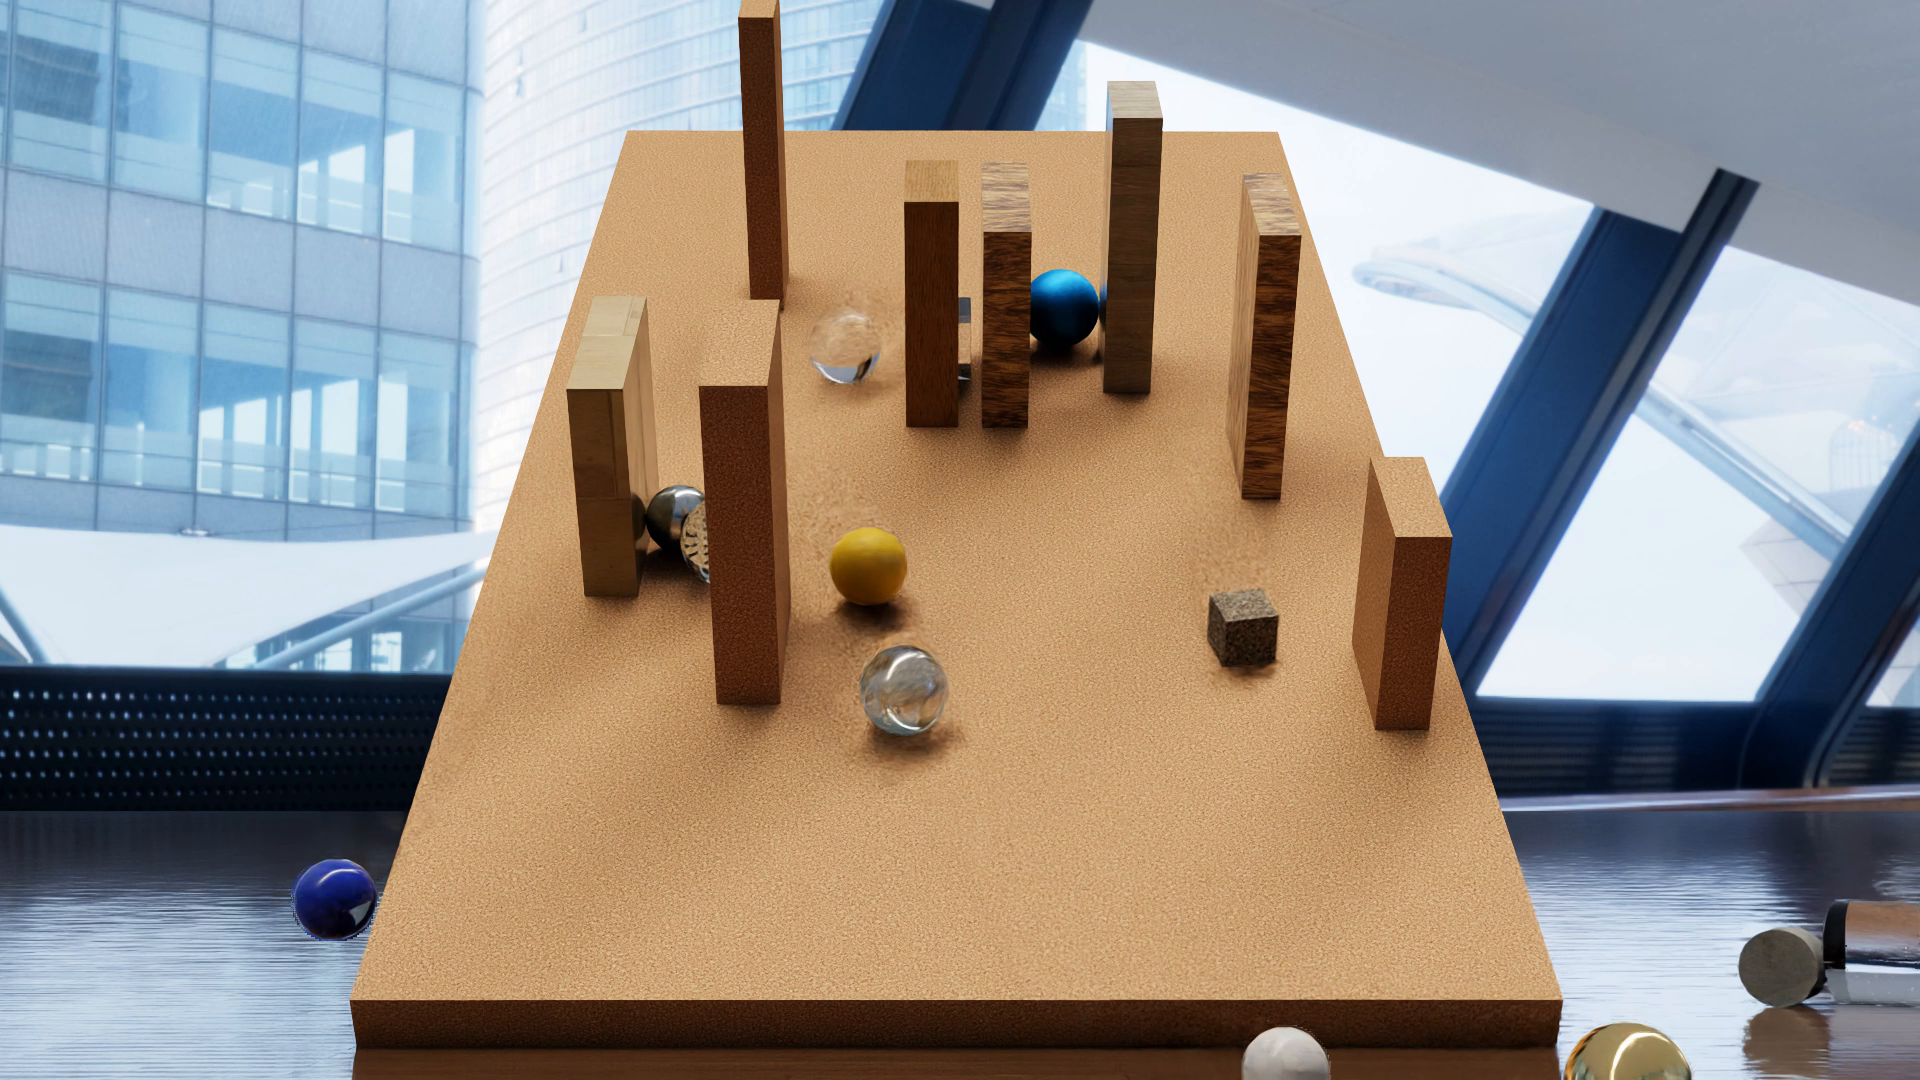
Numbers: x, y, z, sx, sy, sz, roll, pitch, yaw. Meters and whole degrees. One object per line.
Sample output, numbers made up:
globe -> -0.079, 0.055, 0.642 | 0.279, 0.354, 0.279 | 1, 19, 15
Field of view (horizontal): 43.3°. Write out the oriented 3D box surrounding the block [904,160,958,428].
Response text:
block -> -0.066, -0.579, 5.706 | 0.124, 0.573, 0.254 | 0, 30, 0

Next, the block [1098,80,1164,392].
block -> 0.407, -0.726, 5.830 | 0.115, 0.705, 0.251 | 0, 30, 0

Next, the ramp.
ramp -> -0.013, -0.207, 5.737 | 2.000, 0.100, 4.000 | 0, 30, 0

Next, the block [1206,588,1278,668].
block -> 0.569, 0.177, 4.875 | 0.109, 0.109, 0.109 | -6, 31, -11

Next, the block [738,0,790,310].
block -> -0.501, -0.999, 6.213 | 0.086, 0.785, 0.244 | 0, 30, 0

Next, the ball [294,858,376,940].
ball -> -1.086, 0.625, 4.209 | 0.140, 0.140, 0.140 | 0, -6, 0

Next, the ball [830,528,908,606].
ball -> -0.189, 0.055, 5.023 | 0.164, 0.164, 0.164 | 0, -6, 0

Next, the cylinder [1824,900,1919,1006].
cylinder -> 1.872, 0.830, 4.860 | 0.207, 0.207, 0.207 | -5, -8, 37

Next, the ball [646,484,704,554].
ball -> -0.601, -0.045, 5.207 | 0.149, 0.149, 0.149 | 0, -6, 0

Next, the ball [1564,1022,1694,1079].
ball -> 0.781, 0.637, 2.826 | 0.148, 0.148, 0.148 | 0, -6, 0

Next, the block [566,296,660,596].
block -> -0.732, -0.204, 5.145 | 0.112, 0.486, 0.445 | 0, 30, 0

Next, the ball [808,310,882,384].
ball -> -0.283, -0.473, 5.913 | 0.181, 0.181, 0.181 | 0, -6, 0

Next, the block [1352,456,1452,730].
block -> 0.851, 0.102, 4.687 | 0.104, 0.431, 0.312 | 0, 30, 0

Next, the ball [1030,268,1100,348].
ball -> 0.253, -0.583, 6.088 | 0.197, 0.197, 0.197 | 0, -6, 0

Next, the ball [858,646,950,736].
ball -> -0.107, 0.287, 4.619 | 0.172, 0.172, 0.172 | 0, -6, 0

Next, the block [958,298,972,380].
block -> -0.049, -0.500, 5.988 | 0.152, 0.152, 0.152 | 0, 30, 0

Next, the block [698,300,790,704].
block -> -0.413, -0.073, 4.715 | 0.124, 0.695, 0.372 | 0, 30, 0

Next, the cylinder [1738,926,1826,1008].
cylinder -> 1.661, 0.859, 4.876 | 0.153, 0.153, 0.153 | -3, -7, 28

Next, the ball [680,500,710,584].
ball -> -0.492, 0.002, 5.084 | 0.193, 0.193, 0.193 | 0, -6, 0

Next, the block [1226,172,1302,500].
block -> 0.677, -0.457, 5.434 | 0.088, 0.641, 0.353 | 0, 30, 0

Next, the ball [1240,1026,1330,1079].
ball -> 0.421, 0.688, 3.131 | 0.113, 0.113, 0.113 | 0, -6, 0

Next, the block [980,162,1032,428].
block -> 0.107, -0.591, 5.798 | 0.110, 0.502, 0.430 | 0, 30, 0
